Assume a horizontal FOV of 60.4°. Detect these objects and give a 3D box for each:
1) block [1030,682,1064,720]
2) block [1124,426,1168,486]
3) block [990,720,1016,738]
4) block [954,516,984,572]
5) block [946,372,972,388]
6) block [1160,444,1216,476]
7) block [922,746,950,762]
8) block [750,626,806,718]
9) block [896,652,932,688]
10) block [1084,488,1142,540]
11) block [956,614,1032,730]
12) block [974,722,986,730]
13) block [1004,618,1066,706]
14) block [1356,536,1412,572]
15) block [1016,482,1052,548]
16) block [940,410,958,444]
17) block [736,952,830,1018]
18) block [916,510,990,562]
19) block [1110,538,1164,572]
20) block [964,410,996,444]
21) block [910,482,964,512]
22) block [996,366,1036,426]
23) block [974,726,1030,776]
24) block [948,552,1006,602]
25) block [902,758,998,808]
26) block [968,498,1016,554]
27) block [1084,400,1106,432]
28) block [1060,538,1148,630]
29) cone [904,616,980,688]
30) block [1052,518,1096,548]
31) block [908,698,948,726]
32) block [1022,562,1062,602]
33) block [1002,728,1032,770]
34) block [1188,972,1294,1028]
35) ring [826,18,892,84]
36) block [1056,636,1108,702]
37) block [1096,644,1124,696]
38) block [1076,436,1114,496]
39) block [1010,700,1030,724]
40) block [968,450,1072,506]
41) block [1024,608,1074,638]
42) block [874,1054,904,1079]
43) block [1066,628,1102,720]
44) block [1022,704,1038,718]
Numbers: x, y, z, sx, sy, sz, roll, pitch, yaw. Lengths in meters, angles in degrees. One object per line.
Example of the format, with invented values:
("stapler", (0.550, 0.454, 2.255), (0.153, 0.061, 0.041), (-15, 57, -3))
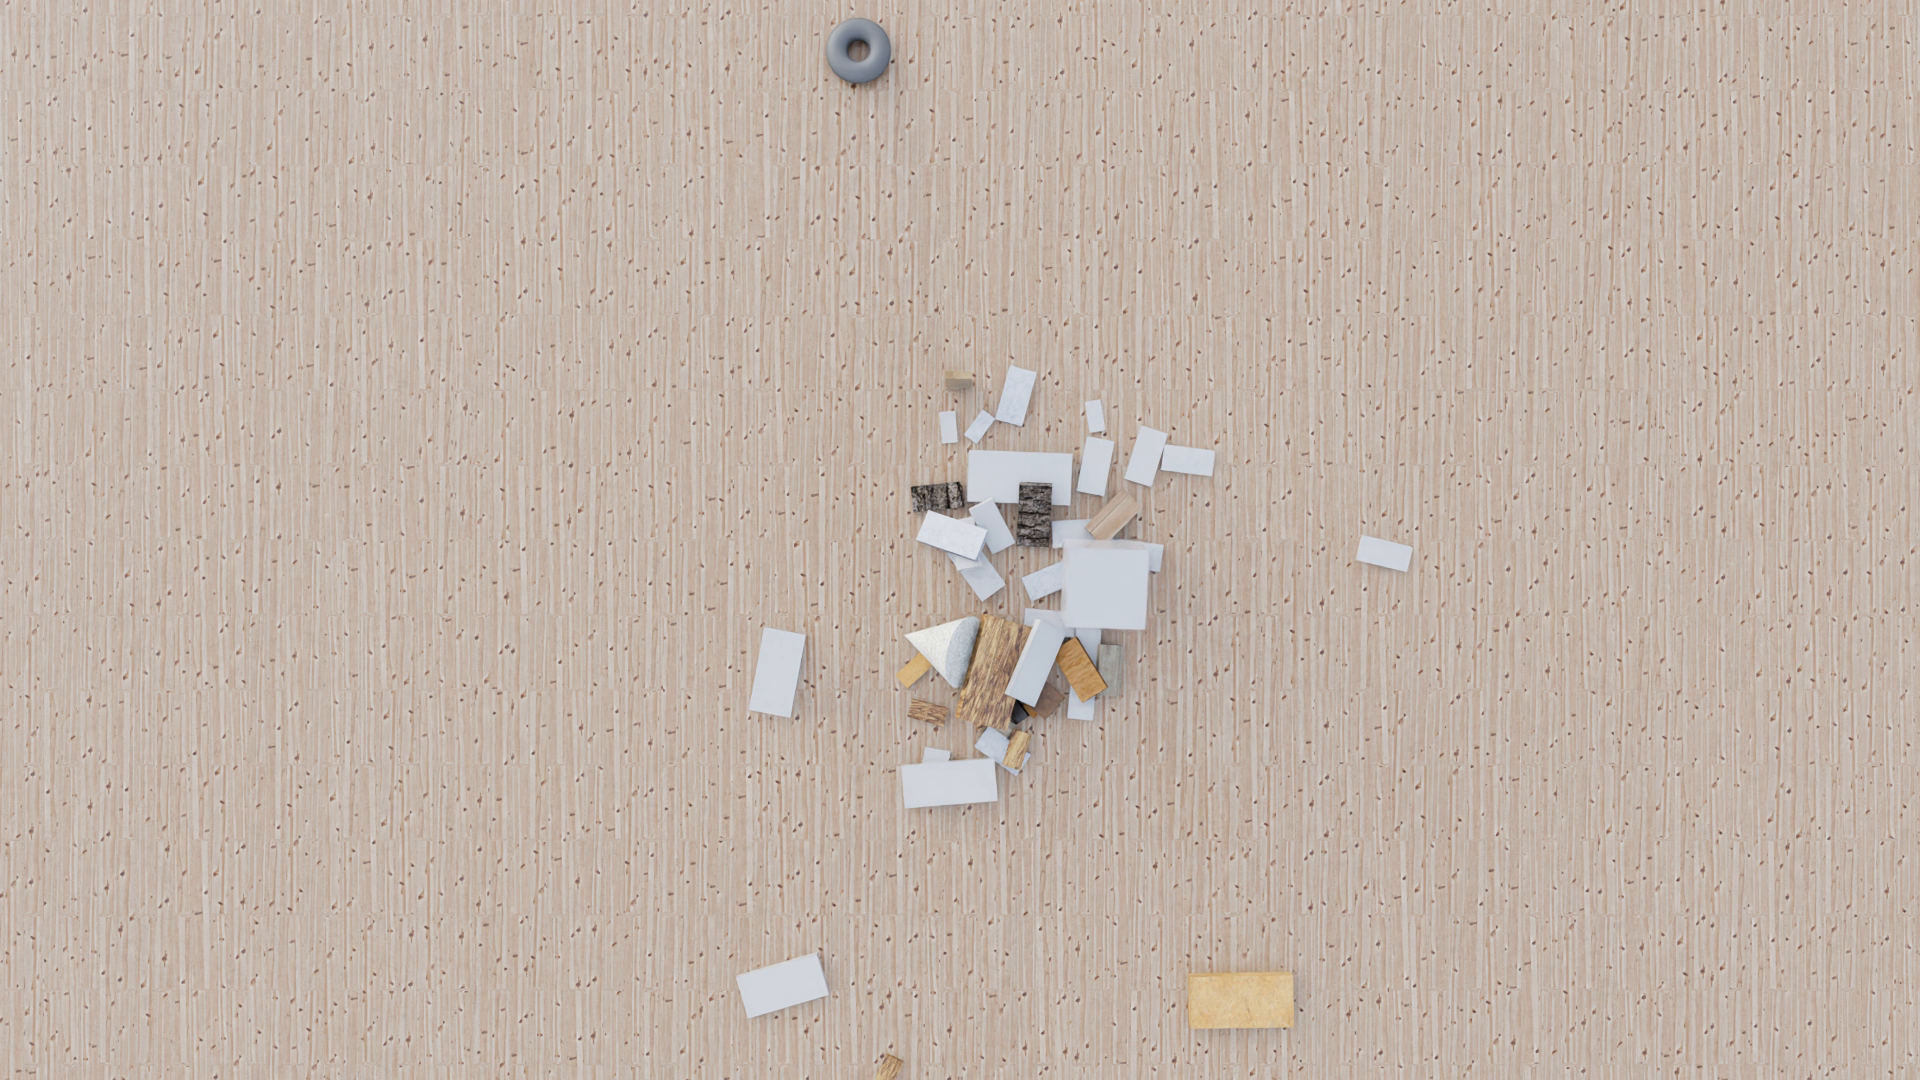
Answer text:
("block", (0.242, 0.495, 5.470), (0.196, 0.028, 0.098), (41, 90, 9))
("block", (0.618, -0.278, 5.487), (0.092, 0.026, 0.185), (17, 90, 0))
("block", (0.127, 0.604, 5.477), (0.107, 0.015, 0.054), (35, 93, -5))
("block", (0.020, 0.014, 5.456), (0.085, 0.024, 0.171), (-13, 71, 8))
("block", (-0.003, -0.521, 5.355), (0.085, 0.289, 0.024), (0, 90, 0))
("block", (0.758, -0.265, 5.488), (0.170, 0.024, 0.085), (7, 90, 0))
("block", (-0.089, 0.779, 5.488), (0.085, 0.024, 0.170), (11, 90, 0))
("block", (-0.605, 0.439, 5.480), (0.139, 0.039, 0.278), (11, 90, 0))
("block", (-0.151, 0.431, 5.492), (0.120, 0.017, 0.060), (-43, 90, 0))
("block", (0.506, -0.075, 5.462), (0.090, 0.025, 0.179), (45, 90, 0))
("block", (0.115, 0.434, 5.422), (0.171, 0.048, 0.350), (16, 87, -14))
("block", (0.094, 0.587, 5.492), (0.107, 0.015, 0.054), (-26, 90, 0))
("block", (0.248, 0.404, 5.422), (0.108, 0.030, 0.268), (27, 82, -26))
("block", (1.411, 0.045, 5.488), (0.170, 0.024, 0.085), (14, 90, 0))
("block", (0.245, -0.083, 5.449), (0.108, 0.030, 0.215), (2, 110, 0))
("block", (-0.038, -0.376, 5.493), (0.052, 0.015, 0.104), (-5, 90, 0))
("block", (-0.588, 1.478, 5.480), (0.278, 0.039, 0.139), (-16, 90, 0))
("block", (-0.024, -0.013, 5.444), (0.215, 0.030, 0.108), (19, 79, 17))
("block", (0.581, 0.049, 5.487), (0.179, 0.025, 0.090), (8, 90, 0))
("block", (0.065, -0.377, 5.493), (0.052, 0.015, 0.104), (36, 90, 0))
("block", (-0.074, -0.144, 5.488), (0.171, 0.024, 0.086), (-6, 90, 0))
("block", (0.186, -0.478, 5.487), (0.092, 0.026, 0.184), (15, 90, 0))
("block", (0.141, 0.700, 5.488), (0.170, 0.024, 0.085), (35, 90, 0))
("block", (0.055, 0.097, 5.486), (0.098, 0.028, 0.196), (-36, 90, 0))
("block", (-0.035, 0.803, 5.456), (0.307, 0.039, 0.139), (-5, 90, 0))
("block", (0.107, -0.047, 5.461), (0.086, 0.024, 0.171), (-27, 107, 4))
("block", (0.449, -0.412, 5.493), (0.052, 0.015, 0.104), (-9, 90, 0))
("block", (0.465, 0.140, 5.336), (0.253, 0.253, 0.253), (2, 97, 0))
("cone", (-0.085, 0.341, 5.441), (0.239, 0.239, 0.239), (14, 90, 30))
("block", (0.396, -0.023, 5.487), (0.179, 0.025, 0.090), (-3, 90, 0))
("block", (-0.108, 0.574, 5.491), (0.125, 0.018, 0.063), (15, 90, 0))
("block", (0.298, 0.132, 5.488), (0.169, 0.024, 0.085), (-23, 90, 0))
("block", (0.188, 0.695, 5.467), (0.063, 0.018, 0.125), (18, 90, 0))
("block", (0.932, 1.528, 5.476), (0.341, 0.048, 0.171), (-1, 90, 0))
("ring", (-0.336, -1.621, 5.465), (0.217, 0.072, 0.217), (0, 89, 0))
("block", (0.396, 0.429, 5.454), (0.098, 0.028, 0.196), (-34, 80, 13))
("block", (0.495, 0.432, 5.475), (0.085, 0.024, 0.169), (4, 90, -18))
("block", (0.450, -0.245, 5.487), (0.092, 0.026, 0.185), (11, 90, 0))
("block", (0.177, 0.556, 5.483), (0.054, 0.015, 0.107), (-37, 90, 23))
("block", (0.198, -0.206, 5.476), (0.341, 0.048, 0.171), (2, 90, 0))
("block", (0.298, 0.275, 5.488), (0.169, 0.024, 0.085), (5, 90, 0))
("block", (-0.285, 1.877, 5.491), (0.063, 0.018, 0.337), (24, 90, 0))
("block", (0.416, 0.415, 5.488), (0.085, 0.024, 0.363), (6, 90, 0))
("block", (0.262, 0.530, 5.492), (0.060, 0.017, 0.120), (41, 90, 0))
